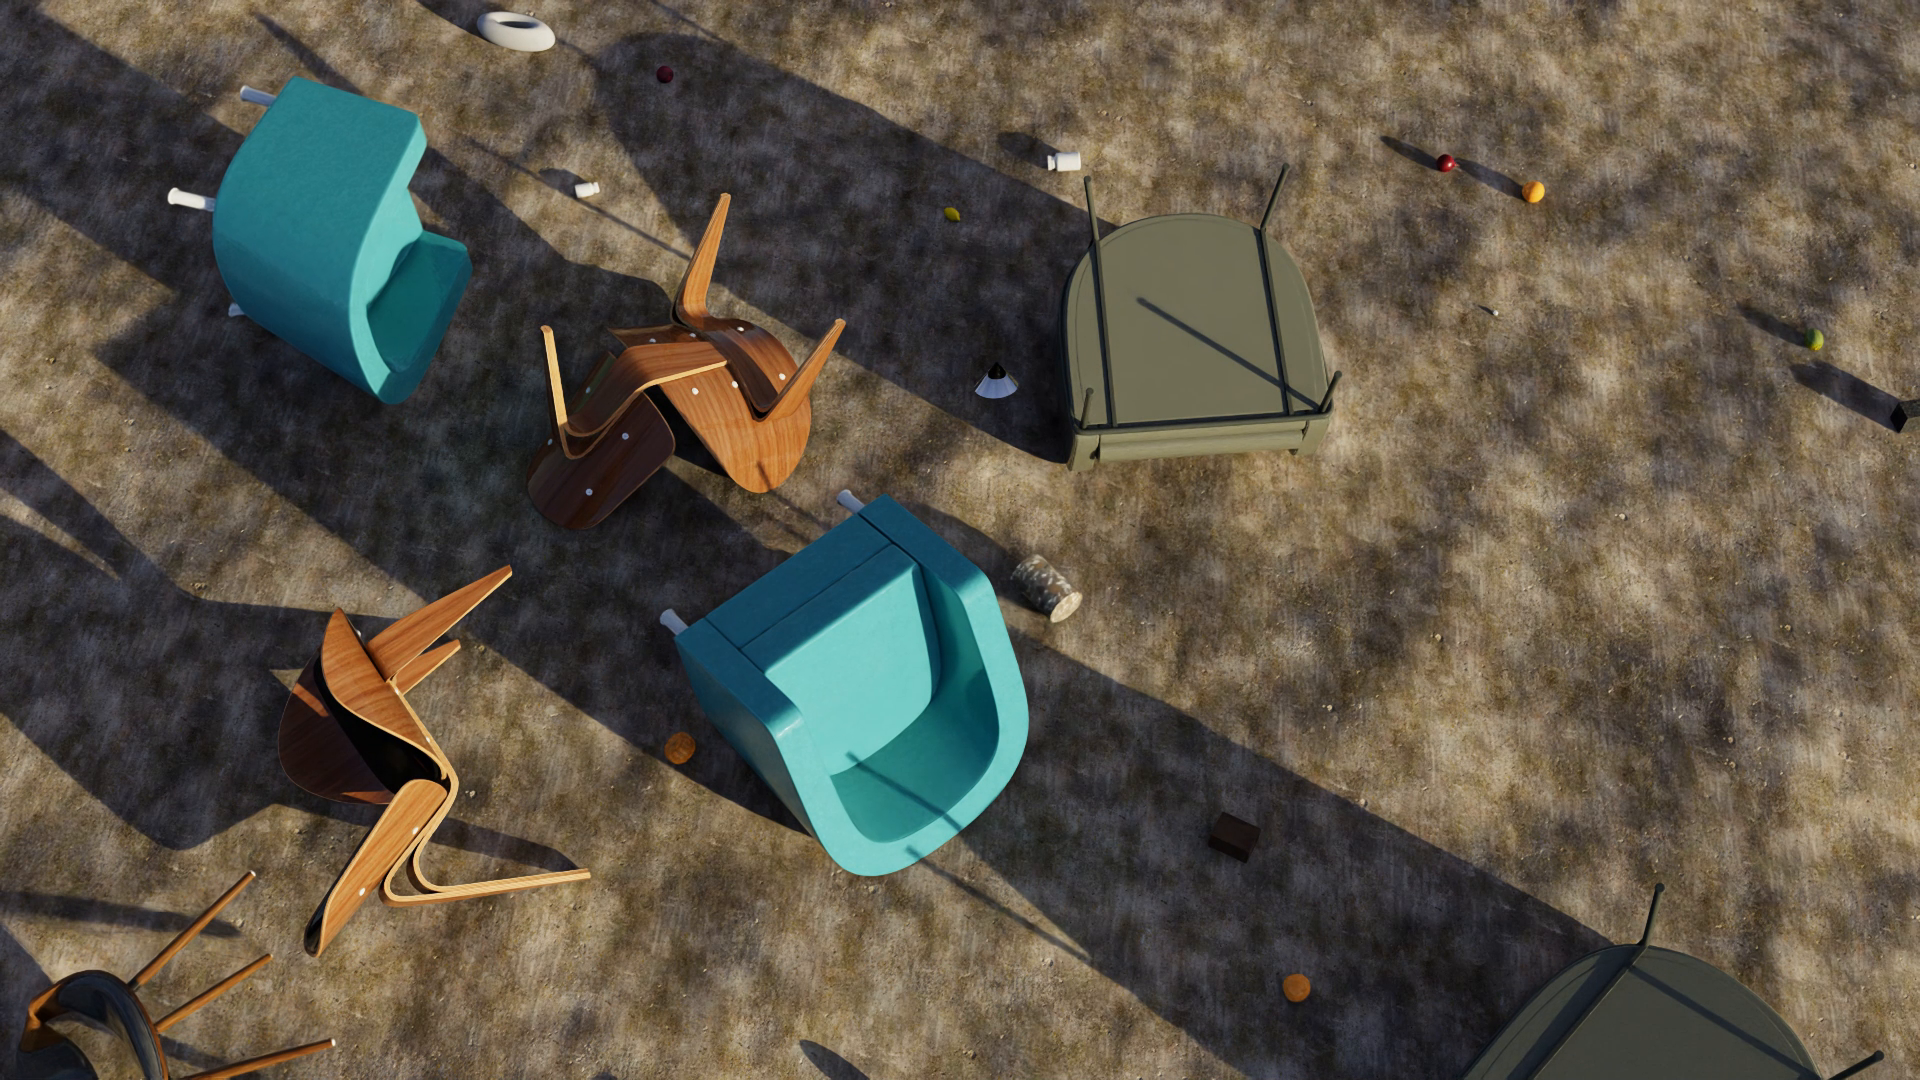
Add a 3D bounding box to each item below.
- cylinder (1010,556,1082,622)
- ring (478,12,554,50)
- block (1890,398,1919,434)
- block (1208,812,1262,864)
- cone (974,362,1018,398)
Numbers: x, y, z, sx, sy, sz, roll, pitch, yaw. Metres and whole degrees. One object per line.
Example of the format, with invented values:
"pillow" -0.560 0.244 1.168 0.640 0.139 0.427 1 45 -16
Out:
"cylinder" 0.251 0.142 6.406 0.172 0.113 0.134 44 30 25
"ring" -1.558 -1.784 7.713 0.288 0.098 0.110 13 54 7
"block" 2.950 -0.386 6.786 0.115 0.079 0.064 -10 57 -7
"block" 0.748 0.810 5.988 0.114 0.070 0.080 24 59 15
"cone" 0.113 -0.517 6.847 0.140 0.122 0.096 -8 57 -5
